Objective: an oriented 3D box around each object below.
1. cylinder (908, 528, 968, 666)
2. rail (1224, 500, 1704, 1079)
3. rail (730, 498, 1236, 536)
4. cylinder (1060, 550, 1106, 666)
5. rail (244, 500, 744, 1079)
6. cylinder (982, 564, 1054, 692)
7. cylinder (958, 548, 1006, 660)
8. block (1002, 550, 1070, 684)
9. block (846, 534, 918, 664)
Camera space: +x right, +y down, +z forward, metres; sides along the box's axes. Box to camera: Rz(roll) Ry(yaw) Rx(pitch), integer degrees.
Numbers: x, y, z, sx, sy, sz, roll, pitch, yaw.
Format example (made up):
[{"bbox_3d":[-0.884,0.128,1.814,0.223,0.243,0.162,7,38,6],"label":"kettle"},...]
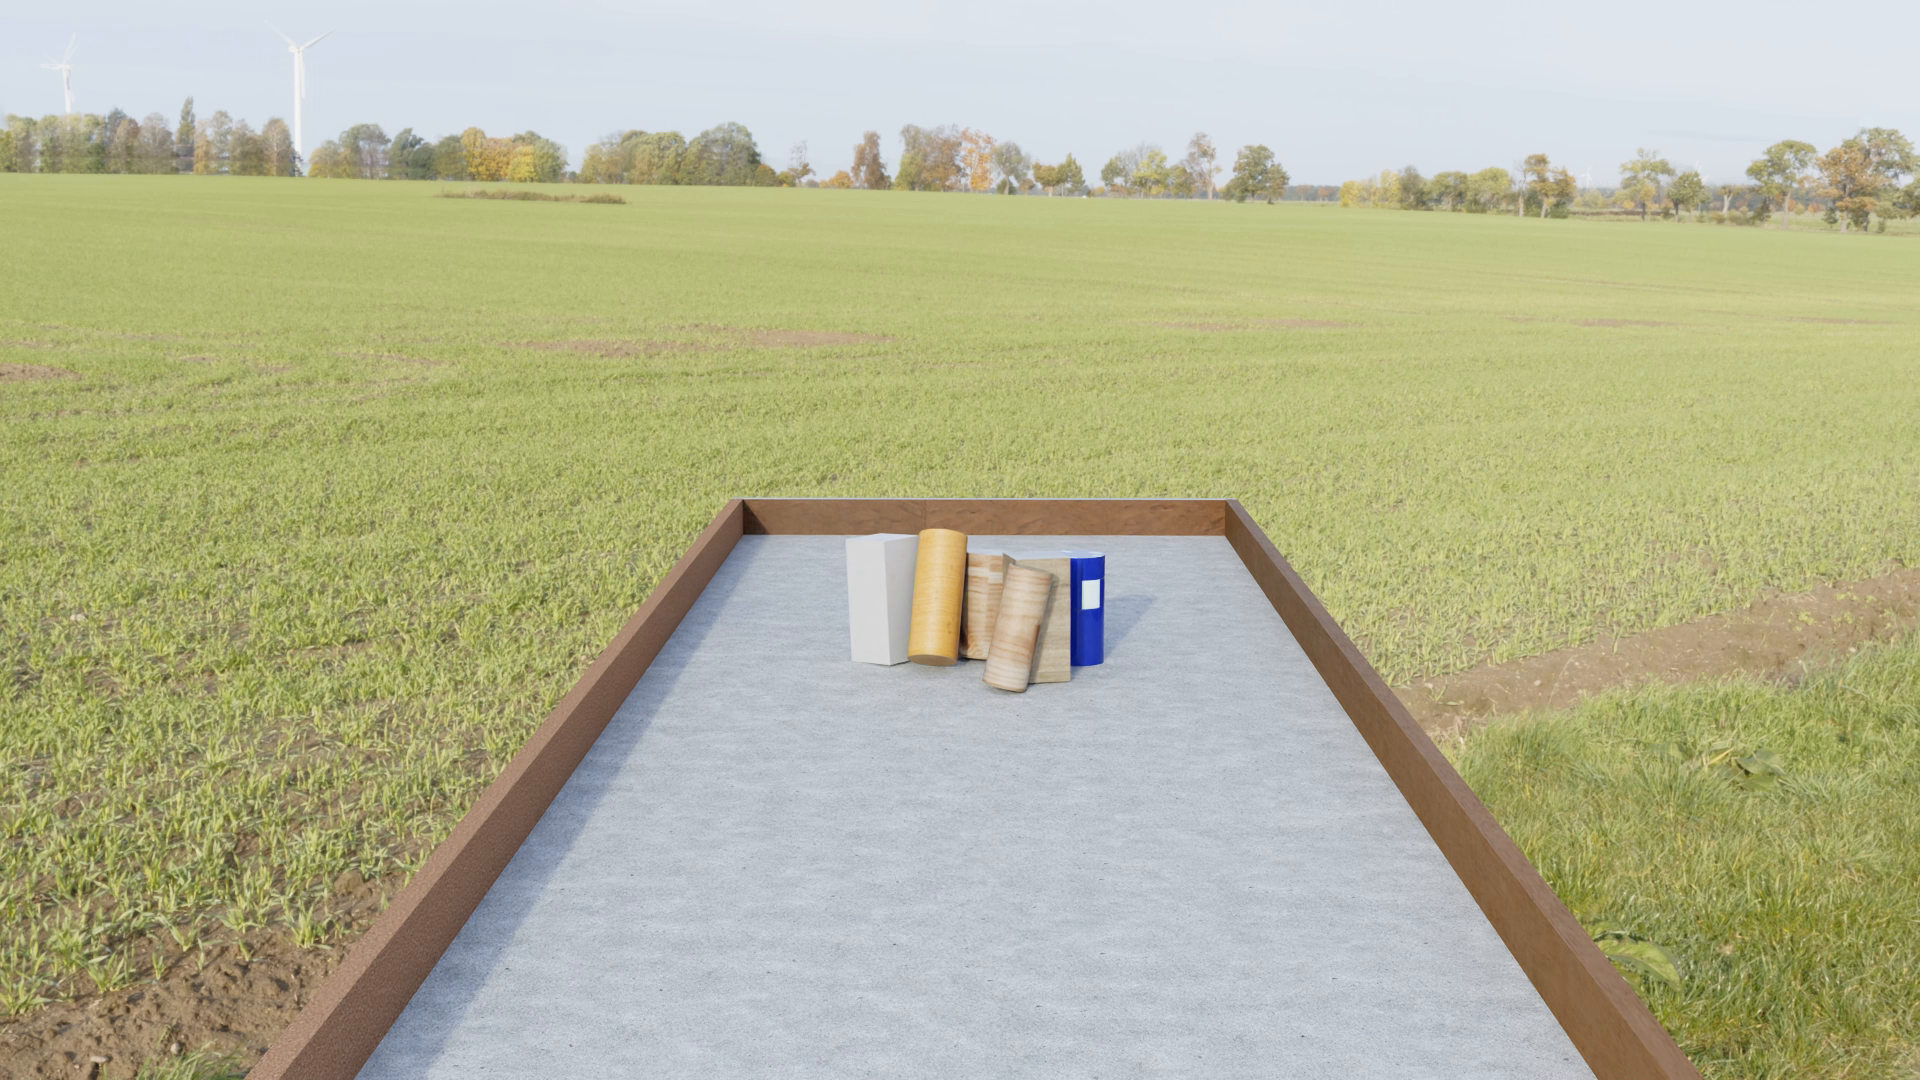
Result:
[{"bbox_3d":[-0.066,0.173,6.597,0.149,0.387,0.149,5,-16,1],"label":"cylinder"},{"bbox_3d":[1.046,0.843,3.208,0.050,0.150,12.000,0,9,1],"label":"rail"},{"bbox_3d":[0.099,-0.098,9.147,2.100,0.150,0.050,0,9,1],"label":"rail"},{"bbox_3d":[0.359,0.205,6.665,0.158,0.329,0.158,0,9,0],"label":"cylinder"},{"bbox_3d":[-1.004,0.839,3.234,0.050,0.150,12.000,0,9,1],"label":"rail"},{"bbox_3d":[0.164,0.249,6.271,0.129,0.345,0.129,13,5,-1],"label":"cylinder"},{"bbox_3d":[0.081,0.195,6.718,0.171,0.318,0.171,4,6,0],"label":"cylinder"},{"bbox_3d":[0.223,0.223,6.430,0.162,0.362,0.162,-2,8,-12],"label":"block"},{"bbox_3d":[-0.227,0.177,6.673,0.157,0.373,0.157,3,9,40],"label":"block"}]
